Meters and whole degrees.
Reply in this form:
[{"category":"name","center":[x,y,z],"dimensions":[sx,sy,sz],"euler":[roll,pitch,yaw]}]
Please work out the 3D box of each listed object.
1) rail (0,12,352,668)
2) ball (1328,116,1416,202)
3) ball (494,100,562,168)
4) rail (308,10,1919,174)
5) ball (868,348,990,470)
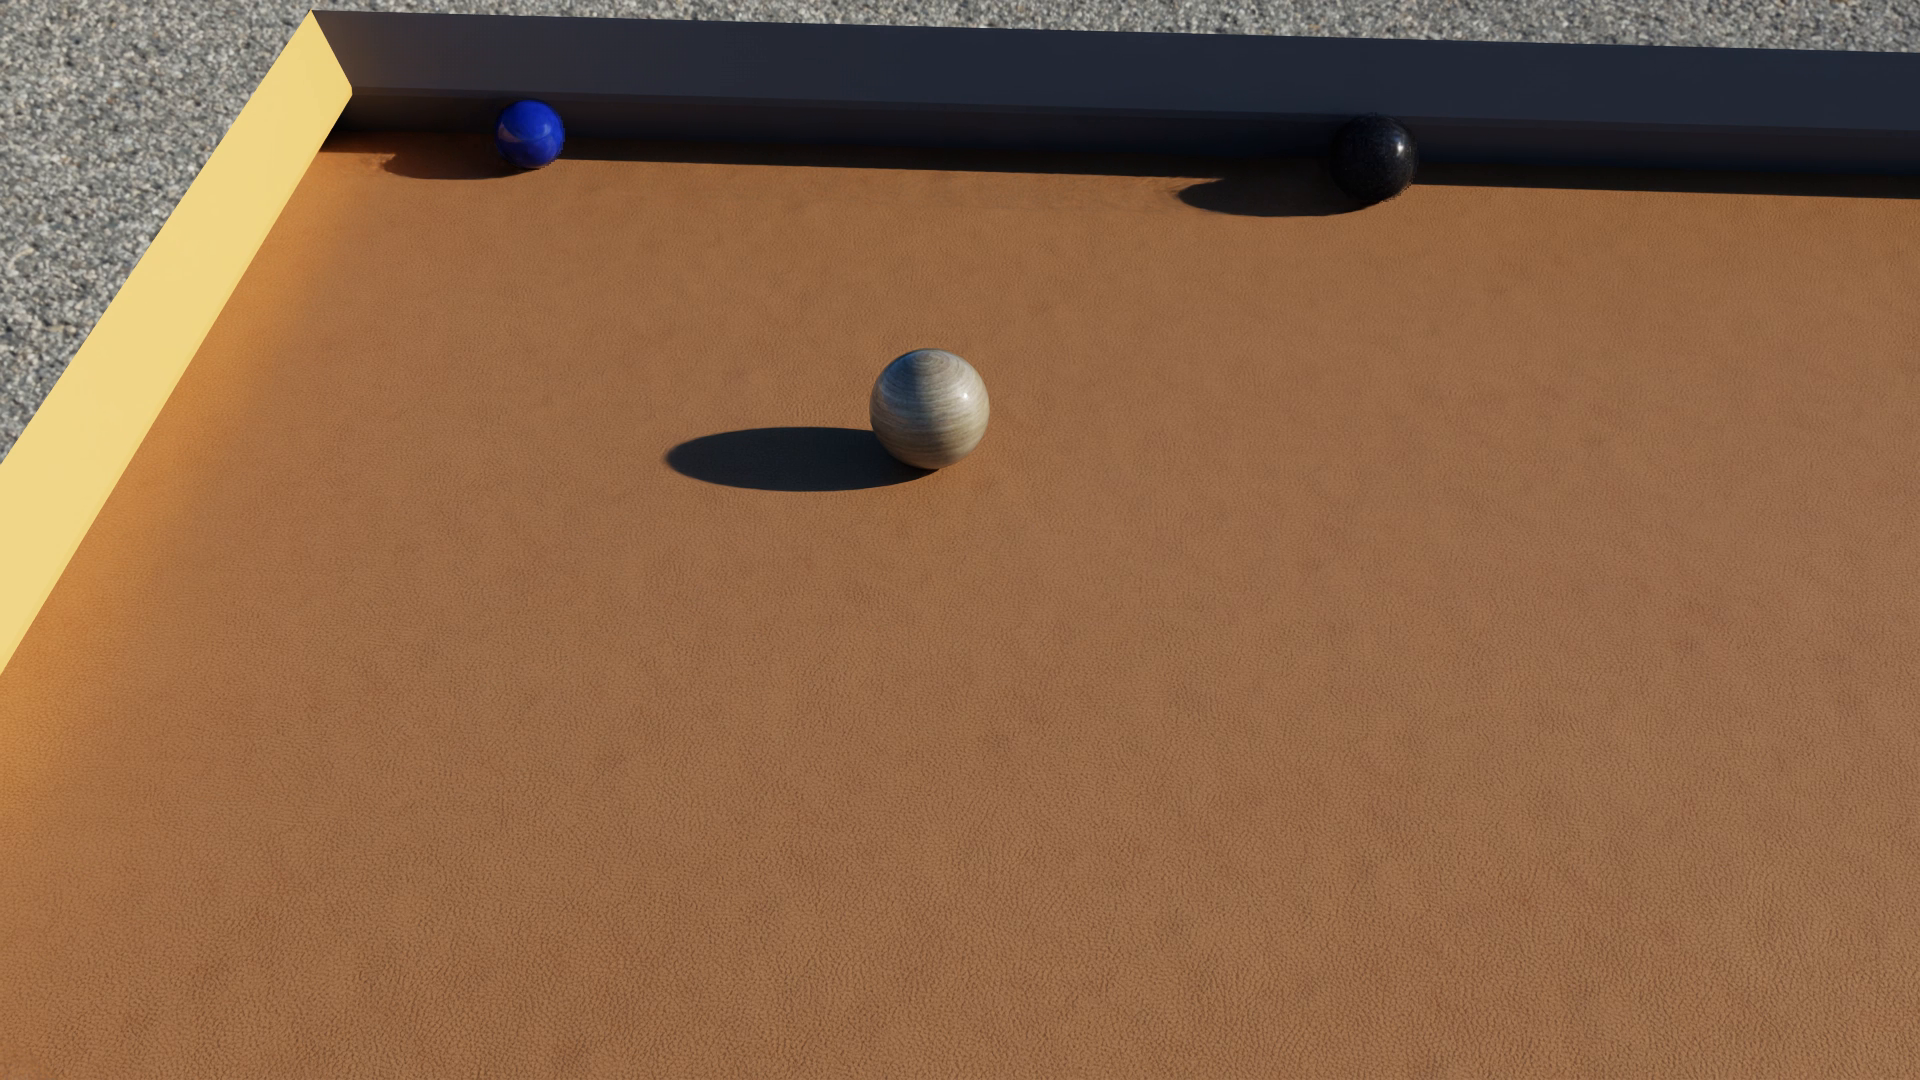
[{"category":"rail","center":[-0.657,-0.048,1.932],"dimensions":[0.045,0.126,1.459],"euler":[2,35,3]},{"category":"ball","center":[0.389,-0.360,2.420],"dimensions":[0.082,0.082,0.082],"euler":[0,35,0]},{"category":"ball","center":[-0.418,-0.392,2.482],"dimensions":[0.066,0.066,0.066],"euler":[0,35,0]},{"category":"rail","center":[0.727,-0.400,2.439],"dimensions":[2.729,0.126,0.045],"euler":[2,35,3]},{"category":"ball","center":[-0.024,-0.104,2.040],"dimensions":[0.097,0.097,0.097],"euler":[0,35,0]}]
